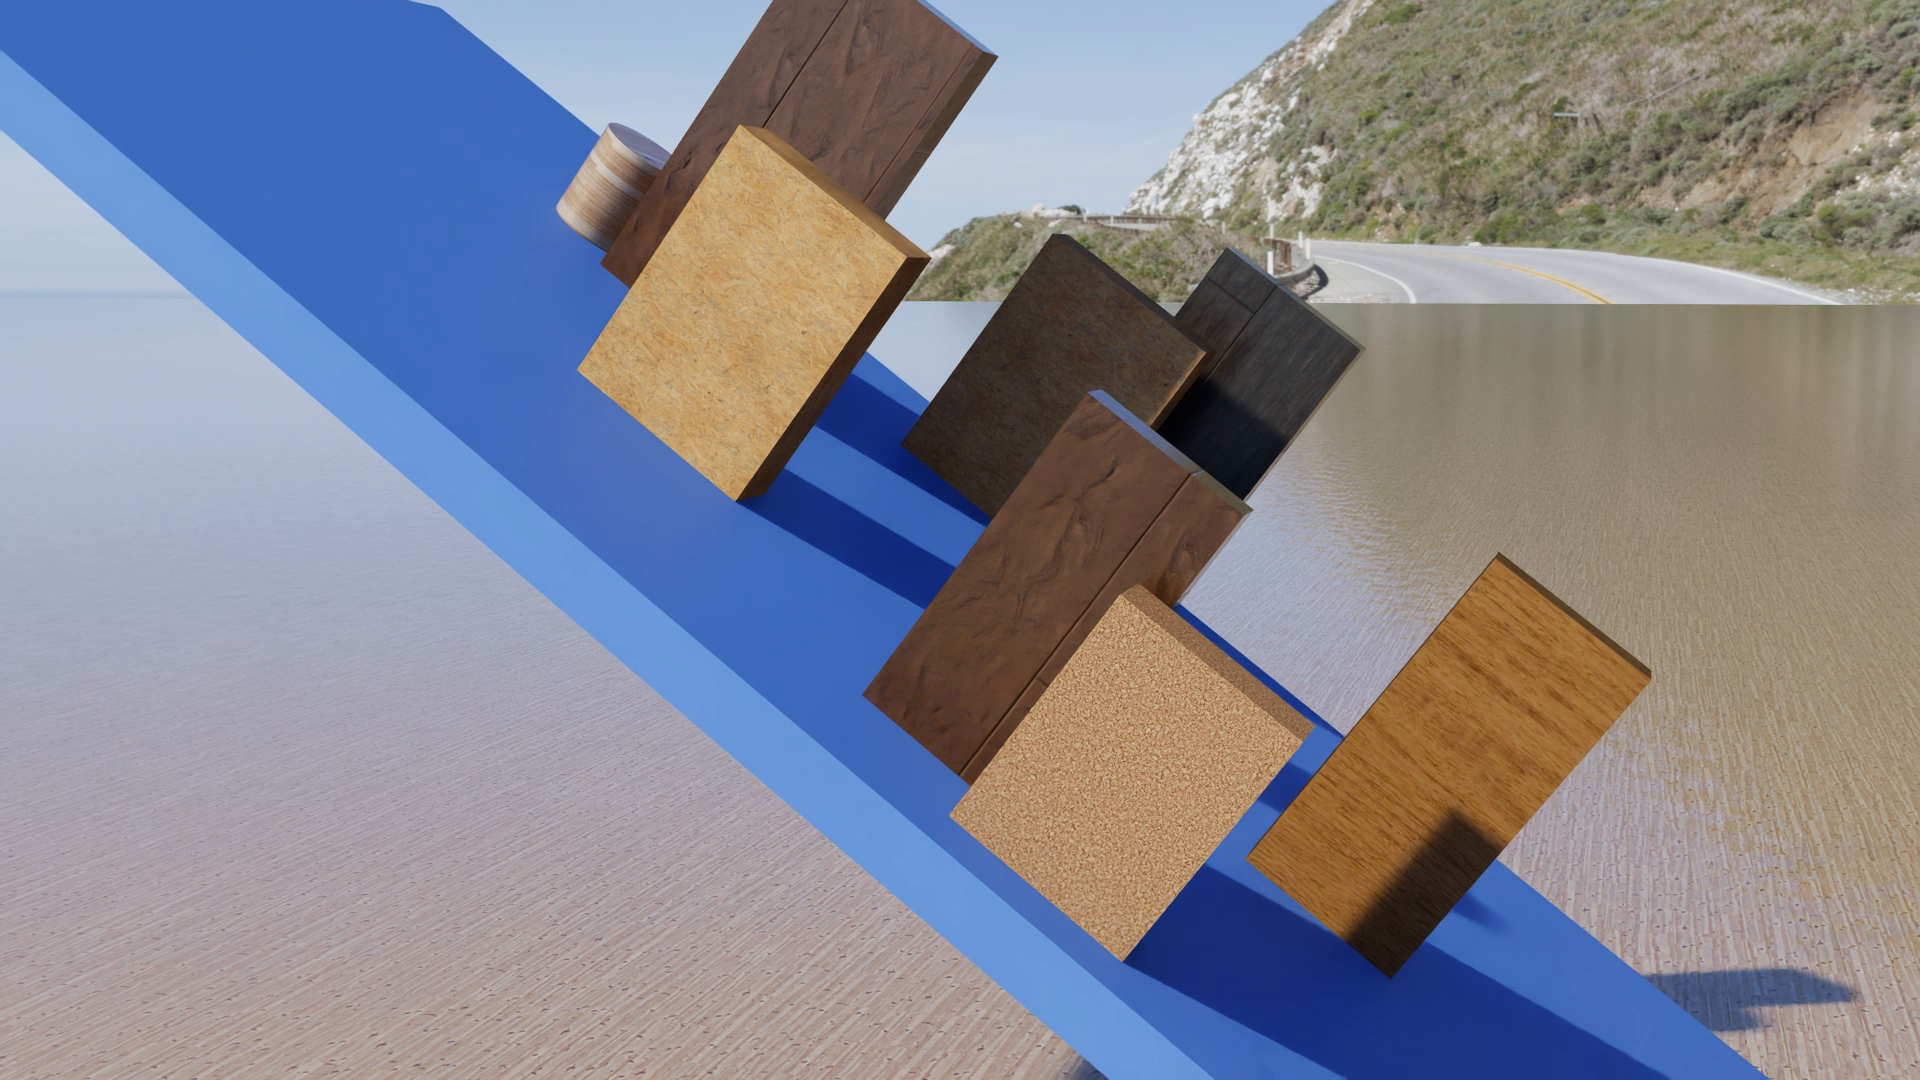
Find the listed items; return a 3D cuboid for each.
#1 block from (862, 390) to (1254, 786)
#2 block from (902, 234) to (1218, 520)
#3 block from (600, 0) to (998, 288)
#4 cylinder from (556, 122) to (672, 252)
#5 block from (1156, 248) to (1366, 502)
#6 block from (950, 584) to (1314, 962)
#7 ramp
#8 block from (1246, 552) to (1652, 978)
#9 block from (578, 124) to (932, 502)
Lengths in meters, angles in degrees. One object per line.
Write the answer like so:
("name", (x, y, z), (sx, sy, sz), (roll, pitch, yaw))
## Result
("block", (0.140, 0.095, 3.265), (0.287, 0.579, 0.087), (39, 16, 9))
("block", (0.203, -0.295, 4.573), (0.398, 0.547, 0.129), (39, 16, 9))
("block", (-0.320, -0.733, 4.269), (0.399, 0.788, 0.105), (39, 16, 9))
("cylinder", (-0.688, -0.712, 4.510), (0.203, 0.203, 0.203), (33, 16, -11))
("block", (0.518, -0.244, 4.799), (0.360, 0.707, 0.106), (39, 16, 9))
("block", (0.242, 0.328, 3.122), (0.320, 0.414, 0.118), (39, 16, 9))
("ramp", (-0.052, 0.112, 4.064), (4.000, 0.100, 2.000), (39, 16, 9))
("block", (0.818, 0.382, 3.712), (0.314, 0.672, 0.097), (39, 16, 9))
("block", (-0.350, -0.381, 3.716), (0.361, 0.508, 0.133), (39, 16, 9))
